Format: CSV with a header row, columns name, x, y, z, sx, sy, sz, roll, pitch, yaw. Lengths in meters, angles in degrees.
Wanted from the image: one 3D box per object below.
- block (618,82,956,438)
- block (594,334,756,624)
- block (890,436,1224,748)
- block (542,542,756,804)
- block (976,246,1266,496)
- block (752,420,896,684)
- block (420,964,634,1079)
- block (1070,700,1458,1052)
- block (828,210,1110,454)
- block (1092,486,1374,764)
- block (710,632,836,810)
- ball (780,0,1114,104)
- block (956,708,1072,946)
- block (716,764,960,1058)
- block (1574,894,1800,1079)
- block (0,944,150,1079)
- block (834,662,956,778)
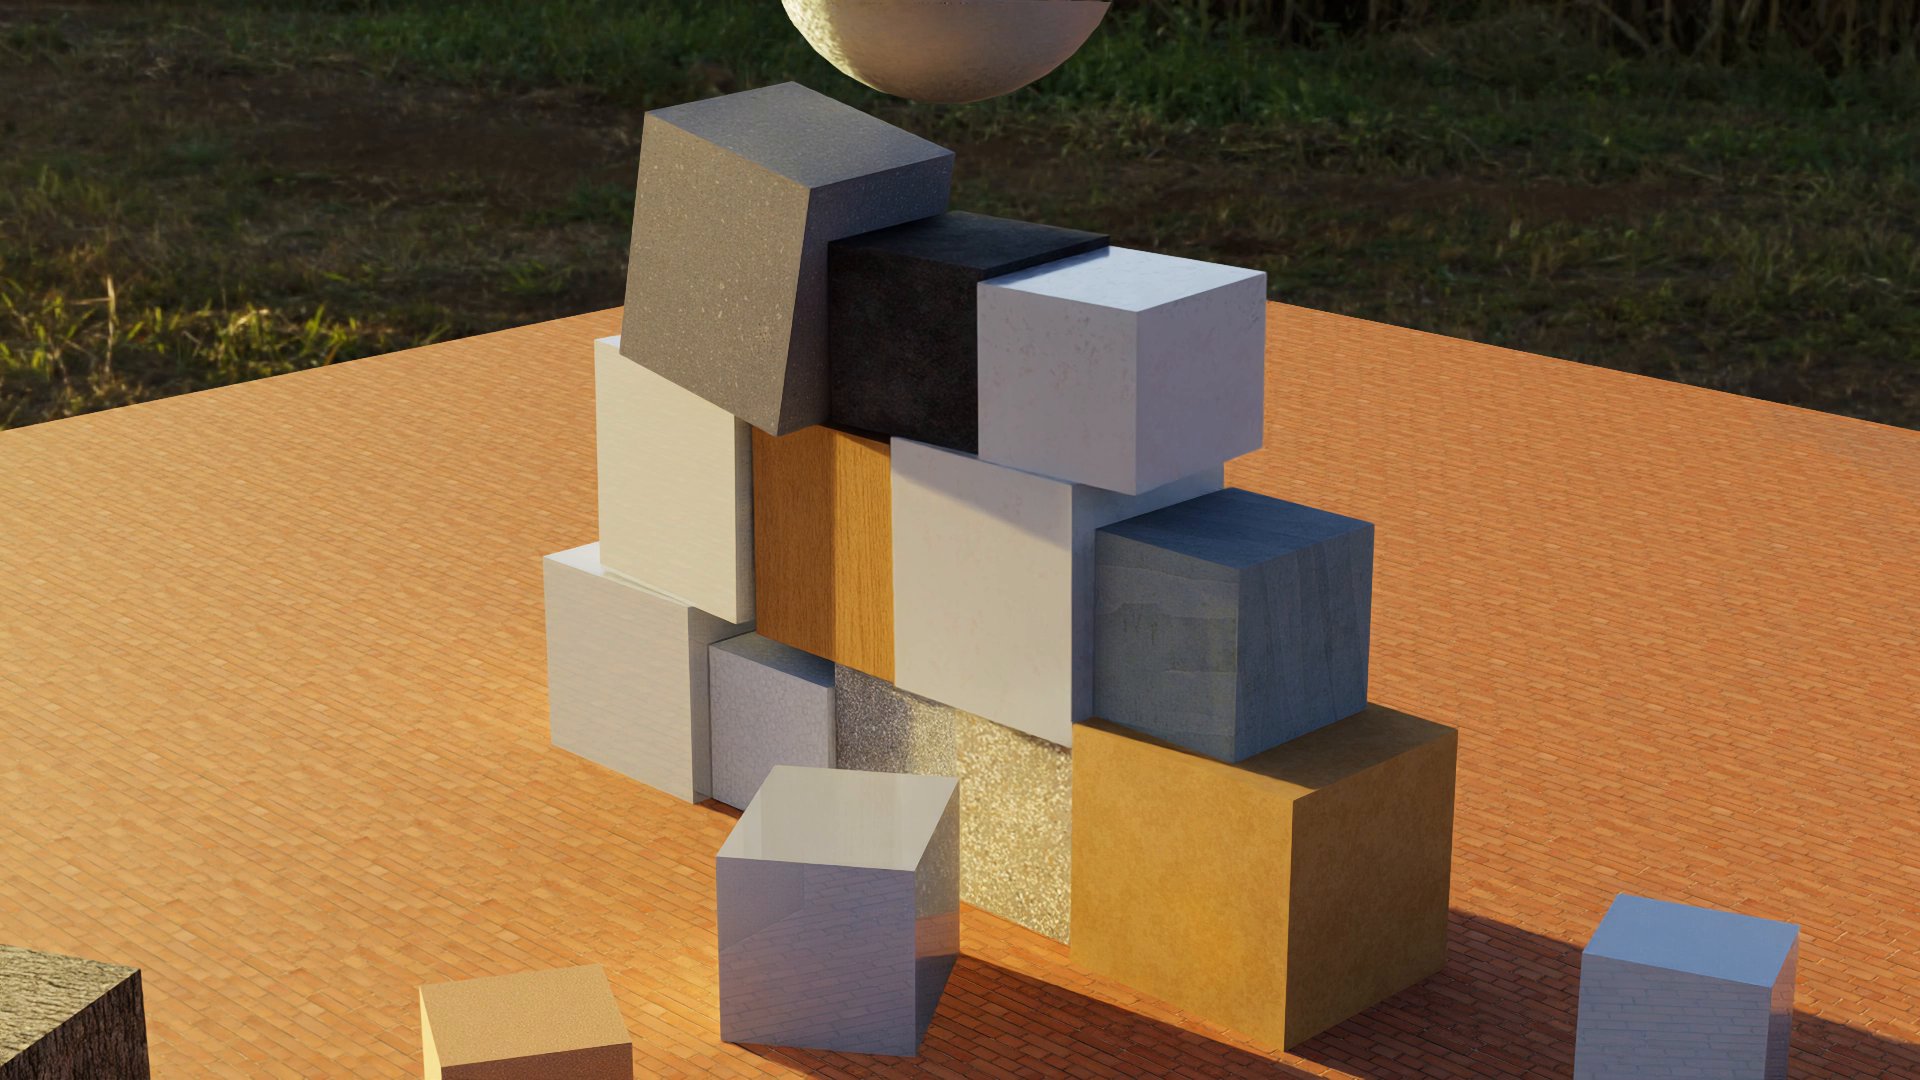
name,x,y,z,sx,sy,sz,roll,pitch,yaw
block,-0.795,-1.294,13.303,1.016,1.177,0.950,28,32,32
block,-1.031,-0.388,14.266,1.019,1.160,1.079,-15,24,-40
block,0.426,0.104,12.821,1.065,1.154,0.972,17,25,42
block,-1.306,0.567,14.858,1.103,1.009,1.128,-17,24,-42
block,0.678,-0.728,12.275,0.830,0.761,0.890,14,23,38
block,-0.280,-0.080,13.588,0.935,1.103,0.973,-17,24,-42
block,-1.586,2.037,10.754,0.677,0.665,0.669,-5,18,-16
block,1.273,1.299,12.393,1.091,1.090,1.174,-17,24,-42
block,0.043,-0.923,12.823,0.884,0.806,0.848,14,23,38
block,1.141,0.335,12.271,0.773,0.822,0.877,17,24,42
block,-0.585,0.875,14.238,0.920,0.793,0.837,-17,24,-42
ball,-0.058,-2.659,12.446,1.600,1.600,1.600,0,17,0
block,0.573,1.138,13.075,0.872,0.974,0.788,-18,25,-42
block,-0.486,1.519,12.157,0.805,0.812,0.989,3,18,10
block,2.779,1.857,11.232,0.700,0.722,0.597,8,19,24
block,-3.578,2.022,10.610,0.903,0.781,0.887,6,18,19
block,0.006,0.976,13.653,0.836,0.951,0.813,-17,24,-42
